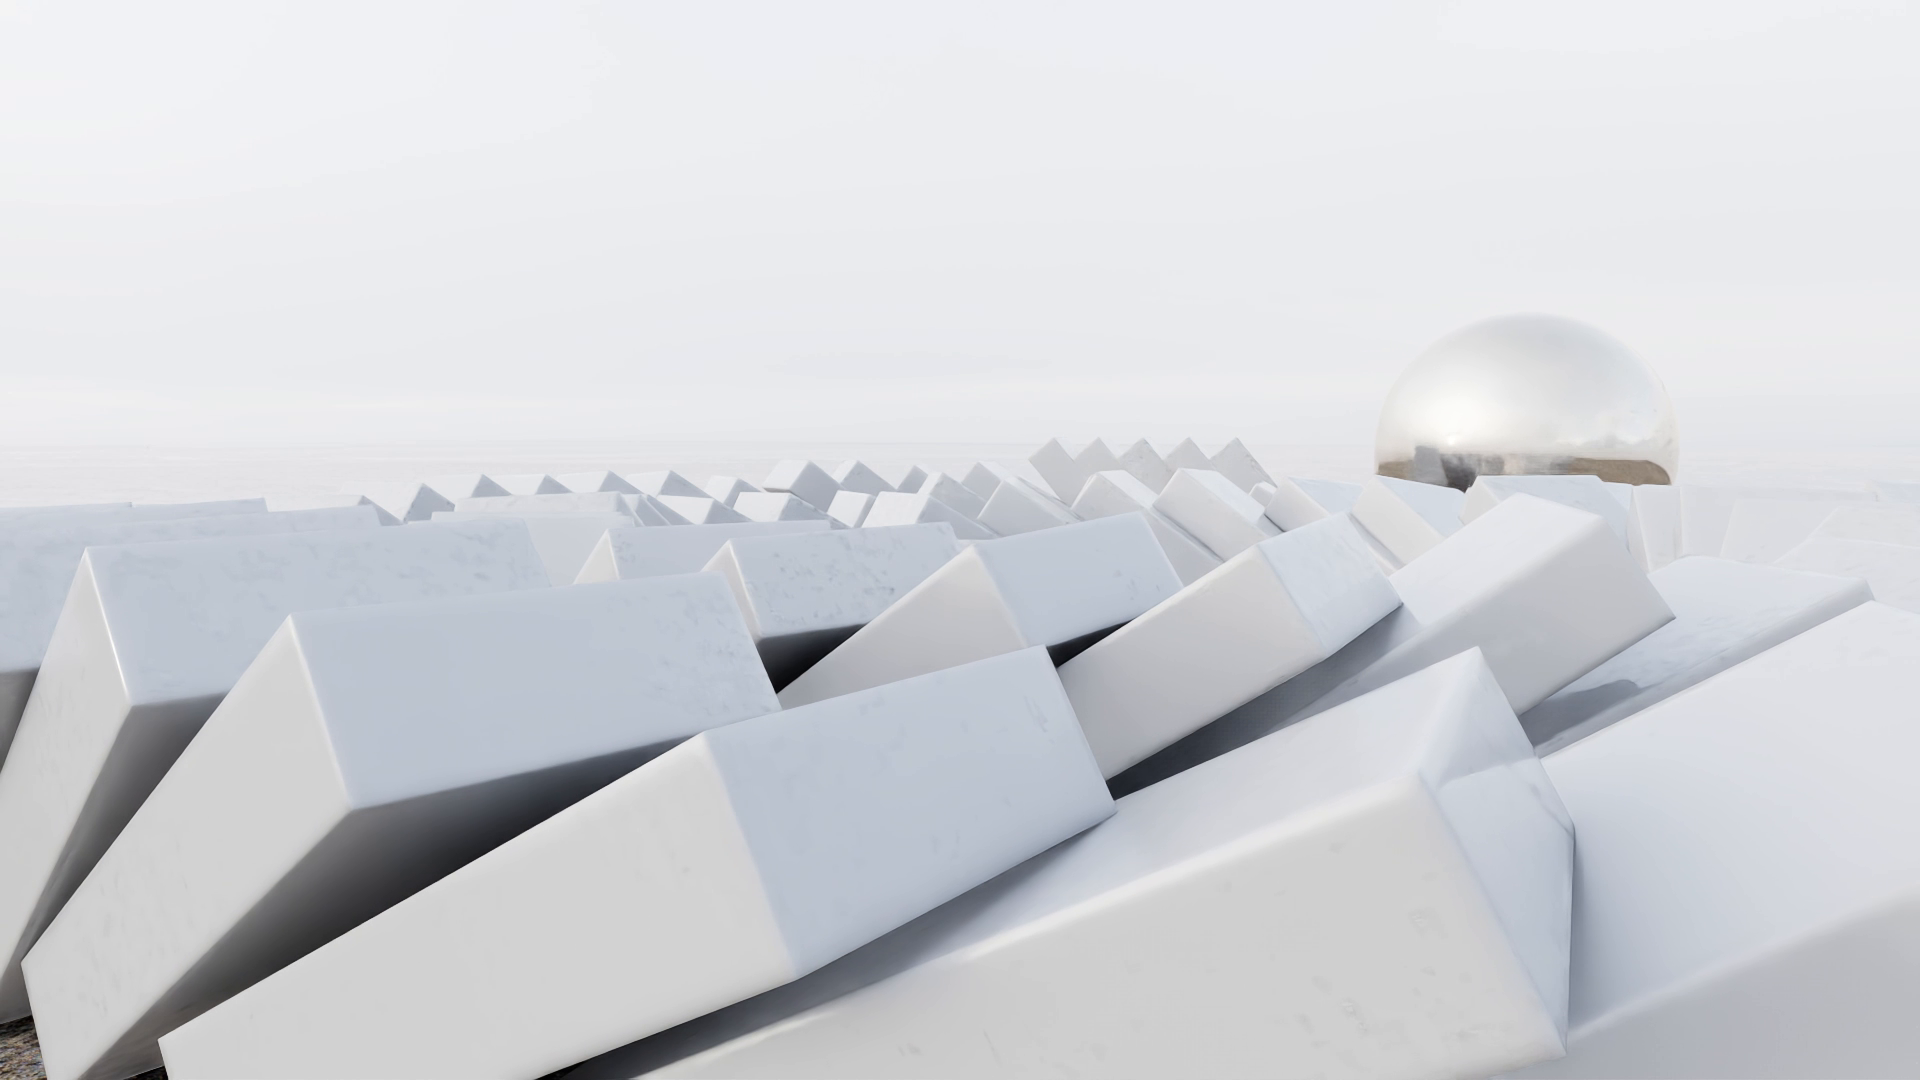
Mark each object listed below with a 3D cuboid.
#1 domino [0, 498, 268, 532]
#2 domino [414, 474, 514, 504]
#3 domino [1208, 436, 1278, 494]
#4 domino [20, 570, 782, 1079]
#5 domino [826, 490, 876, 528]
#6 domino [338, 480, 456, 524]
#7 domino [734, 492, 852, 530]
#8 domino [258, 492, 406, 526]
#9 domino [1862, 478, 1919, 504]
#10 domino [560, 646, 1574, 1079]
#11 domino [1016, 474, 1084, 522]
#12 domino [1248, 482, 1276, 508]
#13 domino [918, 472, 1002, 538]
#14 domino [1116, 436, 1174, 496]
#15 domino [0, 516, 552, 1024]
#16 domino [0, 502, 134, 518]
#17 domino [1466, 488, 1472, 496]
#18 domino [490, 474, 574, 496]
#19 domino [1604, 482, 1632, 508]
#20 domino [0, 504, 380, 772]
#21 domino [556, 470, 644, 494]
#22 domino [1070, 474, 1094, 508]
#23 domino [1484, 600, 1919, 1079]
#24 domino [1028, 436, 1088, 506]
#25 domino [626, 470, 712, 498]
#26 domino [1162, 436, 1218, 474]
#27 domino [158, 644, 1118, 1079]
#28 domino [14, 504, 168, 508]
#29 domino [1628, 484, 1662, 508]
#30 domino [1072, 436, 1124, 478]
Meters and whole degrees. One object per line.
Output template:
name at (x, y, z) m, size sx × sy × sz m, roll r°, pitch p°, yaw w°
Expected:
domino at (-0.076, 0.015, 0.111) m, size 0.025 × 0.009 × 0.050 m, roll -8°, pitch -27°, yaw -39°
domino at (-0.095, 0.003, 0.283) m, size 0.025 × 0.009 × 0.050 m, roll 1°, pitch -30°, yaw 37°
domino at (0.088, -0.006, 0.351) m, size 0.009 × 0.050 × 0.025 m, roll -40°, pitch -5°, yaw 13°
domino at (-0.036, 0.019, 0.080) m, size 0.050 × 0.010 × 0.025 m, roll -37°, pitch -19°, yaw 35°
domino at (-0.006, 0.004, 0.300) m, size 0.050 × 0.010 × 0.025 m, roll 28°, pitch -6°, yaw -21°
domino at (-0.103, 0.005, 0.268) m, size 0.025 × 0.009 × 0.050 m, roll 3°, pitch -28°, yaw 32°
domino at (-0.025, 0.005, 0.286) m, size 0.050 × 0.009 × 0.025 m, roll 30°, pitch -14°, yaw -31°
domino at (-0.109, 0.007, 0.249) m, size 0.025 × 0.009 × 0.050 m, roll 2°, pitch -26°, yaw 22°
domino at (0.170, 0.009, 0.208) m, size 0.025 × 0.009 × 0.050 m, roll 4°, pitch 36°, yaw 1°
domino at (0.002, 0.022, 0.062) m, size 0.050 × 0.009 × 0.025 m, roll -30°, pitch -8°, yaw 25°
domino at (0.033, 0.001, 0.315) m, size 0.050 × 0.010 × 0.025 m, roll 33°, pitch 5°, yaw 1°
domino at (0.090, 0.003, 0.300) m, size 0.050 × 0.009 × 0.025 m, roll 32°, pitch 13°, yaw 13°
domino at (0.013, 0.001, 0.311) m, size 0.050 × 0.010 × 0.025 m, roll 33°, pitch -2°, yaw -8°
domino at (0.065, -0.007, 0.358) m, size 0.009 × 0.050 × 0.025 m, roll -40°, pitch -5°, yaw 13°
domino at (-0.050, 0.017, 0.089) m, size 0.025 × 0.009 × 0.050 m, roll -7°, pitch -28°, yaw -49°
domino at (-0.099, 0.013, 0.142) m, size 0.025 × 0.009 × 0.050 m, roll -4°, pitch -28°, yaw -17°
domino at (0.135, 0.005, 0.280) m, size 0.025 × 0.010 × 0.050 m, roll -3°, pitch 34°, yaw -31°
domino at (-0.085, 0.002, 0.299) m, size 0.025 × 0.009 × 0.050 m, roll 2°, pitch -29°, yaw 44°
domino at (0.146, 0.005, 0.266) m, size 0.025 × 0.009 × 0.050 m, roll 2°, pitch 34°, yaw -26°
domino at (-0.063, 0.016, 0.099) m, size 0.025 × 0.009 × 0.050 m, roll -8°, pitch -27°, yaw -44°
domino at (-0.074, 0.001, 0.312) m, size 0.025 × 0.009 × 0.050 m, roll 0°, pitch -30°, yaw 47°
domino at (0.053, 0.001, 0.317) m, size 0.050 × 0.010 × 0.025 m, roll 34°, pitch 11°, yaw 13°
domino at (0.027, 0.021, 0.060) m, size 0.050 × 0.009 × 0.025 m, roll -30°, pitch 1°, yaw 12°
domino at (0.041, -0.007, 0.365) m, size 0.009 × 0.050 × 0.025 m, roll -40°, pitch -5°, yaw 13°
domino at (-0.061, 0.000, 0.326) m, size 0.050 × 0.010 × 0.025 m, roll 36°, pitch -21°, yaw -32°
domino at (0.076, -0.006, 0.354) m, size 0.009 × 0.050 × 0.025 m, roll -40°, pitch -5°, yaw 13°
domino at (-0.019, 0.021, 0.070) m, size 0.050 × 0.009 × 0.025 m, roll -31°, pitch -13°, yaw 32°
domino at (-0.111, 0.011, 0.182) m, size 0.025 × 0.009 × 0.050 m, roll -1°, pitch -28°, yaw 1°
domino at (0.156, 0.007, 0.248) m, size 0.025 × 0.009 × 0.050 m, roll 1°, pitch 34°, yaw -21°
domino at (0.053, -0.007, 0.363) m, size 0.009 × 0.050 × 0.025 m, roll -40°, pitch -5°, yaw 13°
